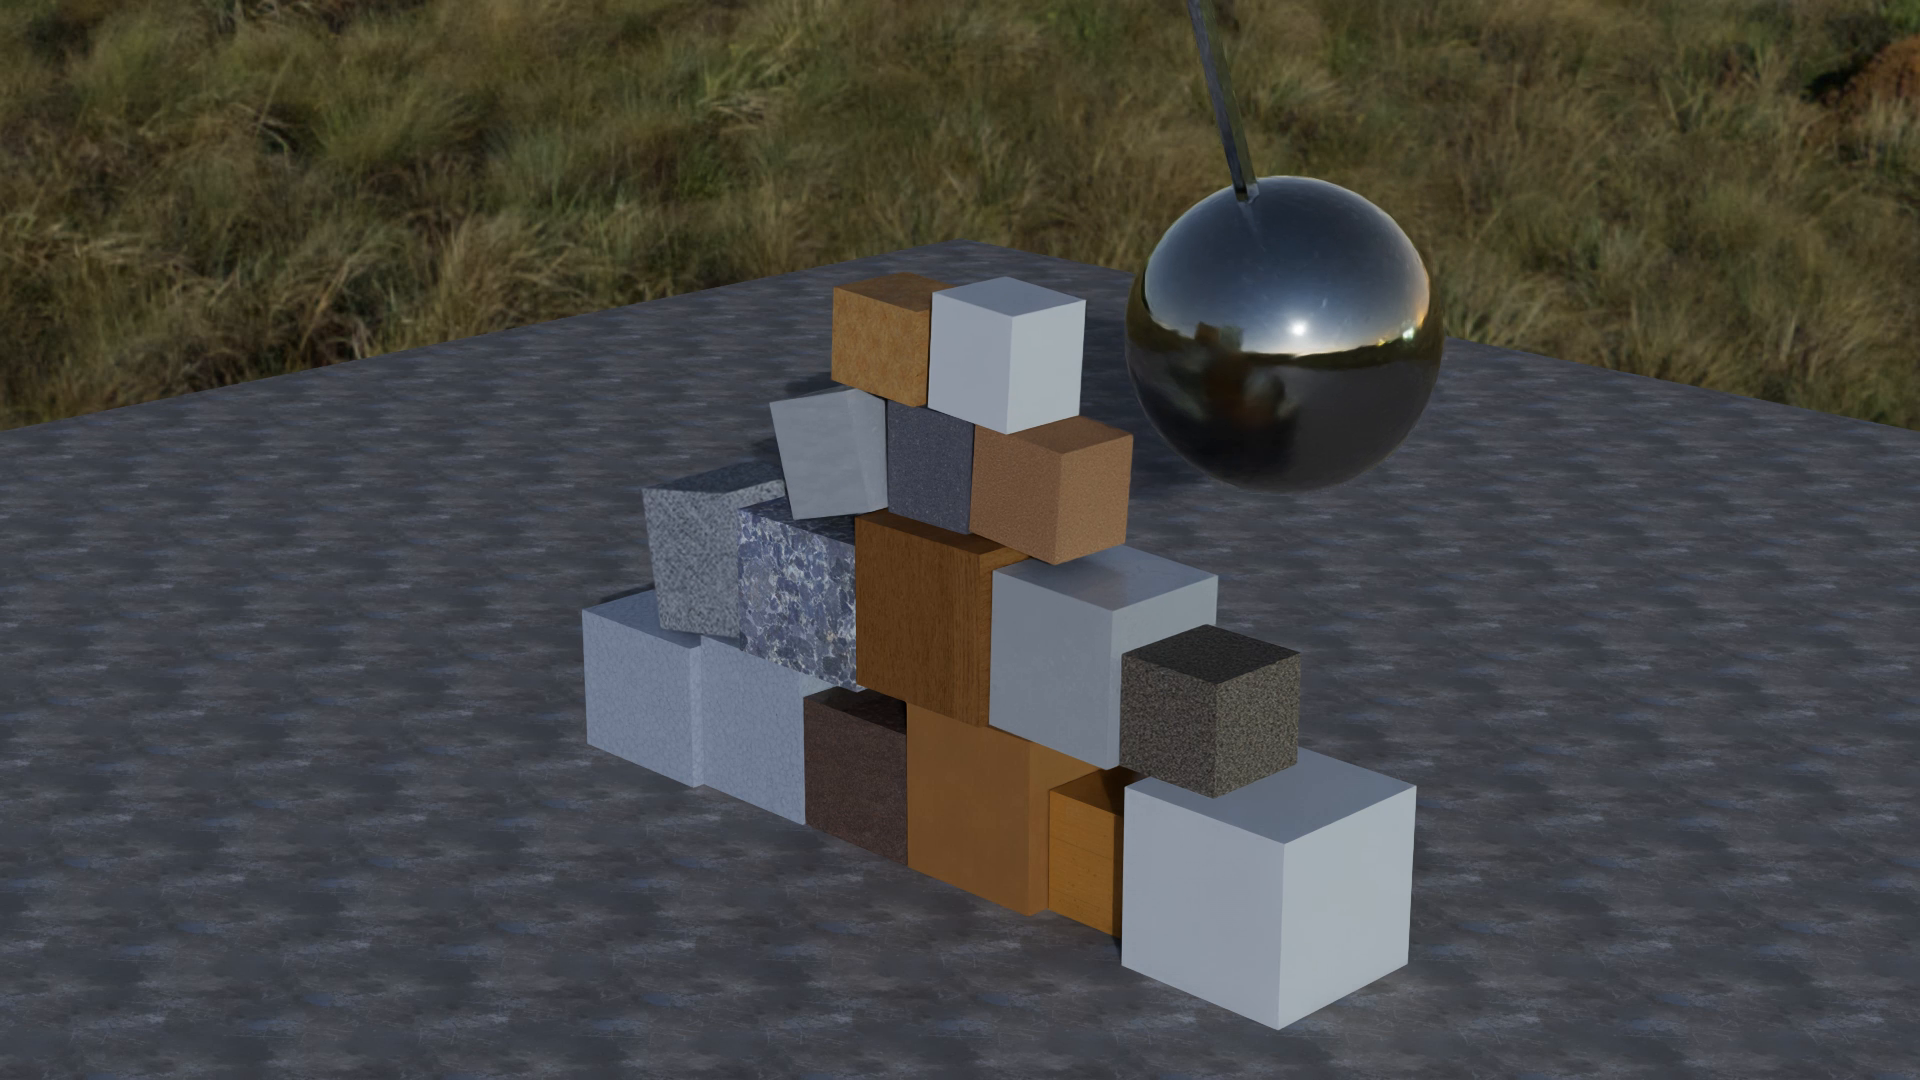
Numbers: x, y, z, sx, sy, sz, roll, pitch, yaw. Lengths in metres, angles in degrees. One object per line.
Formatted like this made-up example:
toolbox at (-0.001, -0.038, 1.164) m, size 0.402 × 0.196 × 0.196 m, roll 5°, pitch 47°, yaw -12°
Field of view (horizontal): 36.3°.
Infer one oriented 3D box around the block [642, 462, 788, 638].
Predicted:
block at (-1.070, 0.040, 14.454) m, size 0.654 × 0.710 × 0.634 m, roll -17°, pitch 15°, yaw -42°

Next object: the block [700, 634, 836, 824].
block at (-0.743, 0.833, 14.390) m, size 0.747 × 0.783 × 0.715 m, roll -17°, pitch 24°, yaw -42°

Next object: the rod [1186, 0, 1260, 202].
rod at (0.703, -3.749, 12.901) m, size 0.080 × 5.200 × 0.080 m, roll 17°, pitch 46°, yaw 42°

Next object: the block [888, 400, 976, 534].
block at (0.007, -0.374, 13.216) m, size 0.442 × 0.528 × 0.496 m, roll -17°, pitch 24°, yaw -42°

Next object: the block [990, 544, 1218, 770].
block at (0.624, 0.484, 12.847) m, size 0.681 × 0.721 × 0.703 m, roll -17°, pitch 25°, yaw -42°

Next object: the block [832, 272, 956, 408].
block at (-0.228, -0.915, 13.280) m, size 0.455 × 0.437 × 0.539 m, roll -17°, pitch 27°, yaw -42°

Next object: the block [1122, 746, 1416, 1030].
block at (1.305, 1.426, 12.435) m, size 0.876 × 0.823 × 0.859 m, roll -17°, pitch 24°, yaw -42°

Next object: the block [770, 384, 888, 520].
block at (-0.436, -0.446, 13.646) m, size 0.595 × 0.559 × 0.542 m, roll -17°, pitch 8°, yaw -42°

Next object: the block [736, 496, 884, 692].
block at (-0.496, 0.197, 13.927) m, size 0.763 × 0.707 × 0.817 m, roll -17°, pitch 24°, yaw -42°

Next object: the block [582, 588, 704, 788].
block at (-1.292, 0.691, 14.939) m, size 0.904 × 0.725 × 0.842 m, roll -17°, pitch 24°, yaw -42°

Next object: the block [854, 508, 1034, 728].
block at (0.086, 0.280, 13.356) m, size 0.795 × 0.802 × 0.792 m, roll -17°, pitch 24°, yaw -42°

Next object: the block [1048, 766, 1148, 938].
block at (0.788, 1.386, 12.978) m, size 0.508 × 0.574 × 0.602 m, roll -17°, pitch 24°, yaw -42°

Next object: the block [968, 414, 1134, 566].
block at (0.398, -0.250, 12.867) m, size 0.455 × 0.507 × 0.520 m, roll -17°, pitch 28°, yaw -42°

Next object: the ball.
ball at (1.623, -1.027, 14.720) m, size 1.600 × 1.600 × 1.600 m, roll 0°, pitch 17°, yaw 0°

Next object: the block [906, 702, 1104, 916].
block at (0.277, 1.123, 13.392) m, size 0.697 × 0.828 × 0.771 m, roll -17°, pitch 24°, yaw -42°

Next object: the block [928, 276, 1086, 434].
block at (0.203, -0.816, 12.871) m, size 0.485 × 0.527 × 0.460 m, roll 21°, pitch 27°, yaw 41°

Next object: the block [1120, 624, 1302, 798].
block at (1.063, 0.721, 12.463) m, size 0.548 × 0.507 × 0.526 m, roll -17°, pitch 24°, yaw -42°

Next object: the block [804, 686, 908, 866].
block at (-0.249, 1.051, 13.918) m, size 0.691 × 0.648 × 0.693 m, roll -17°, pitch 24°, yaw -42°
